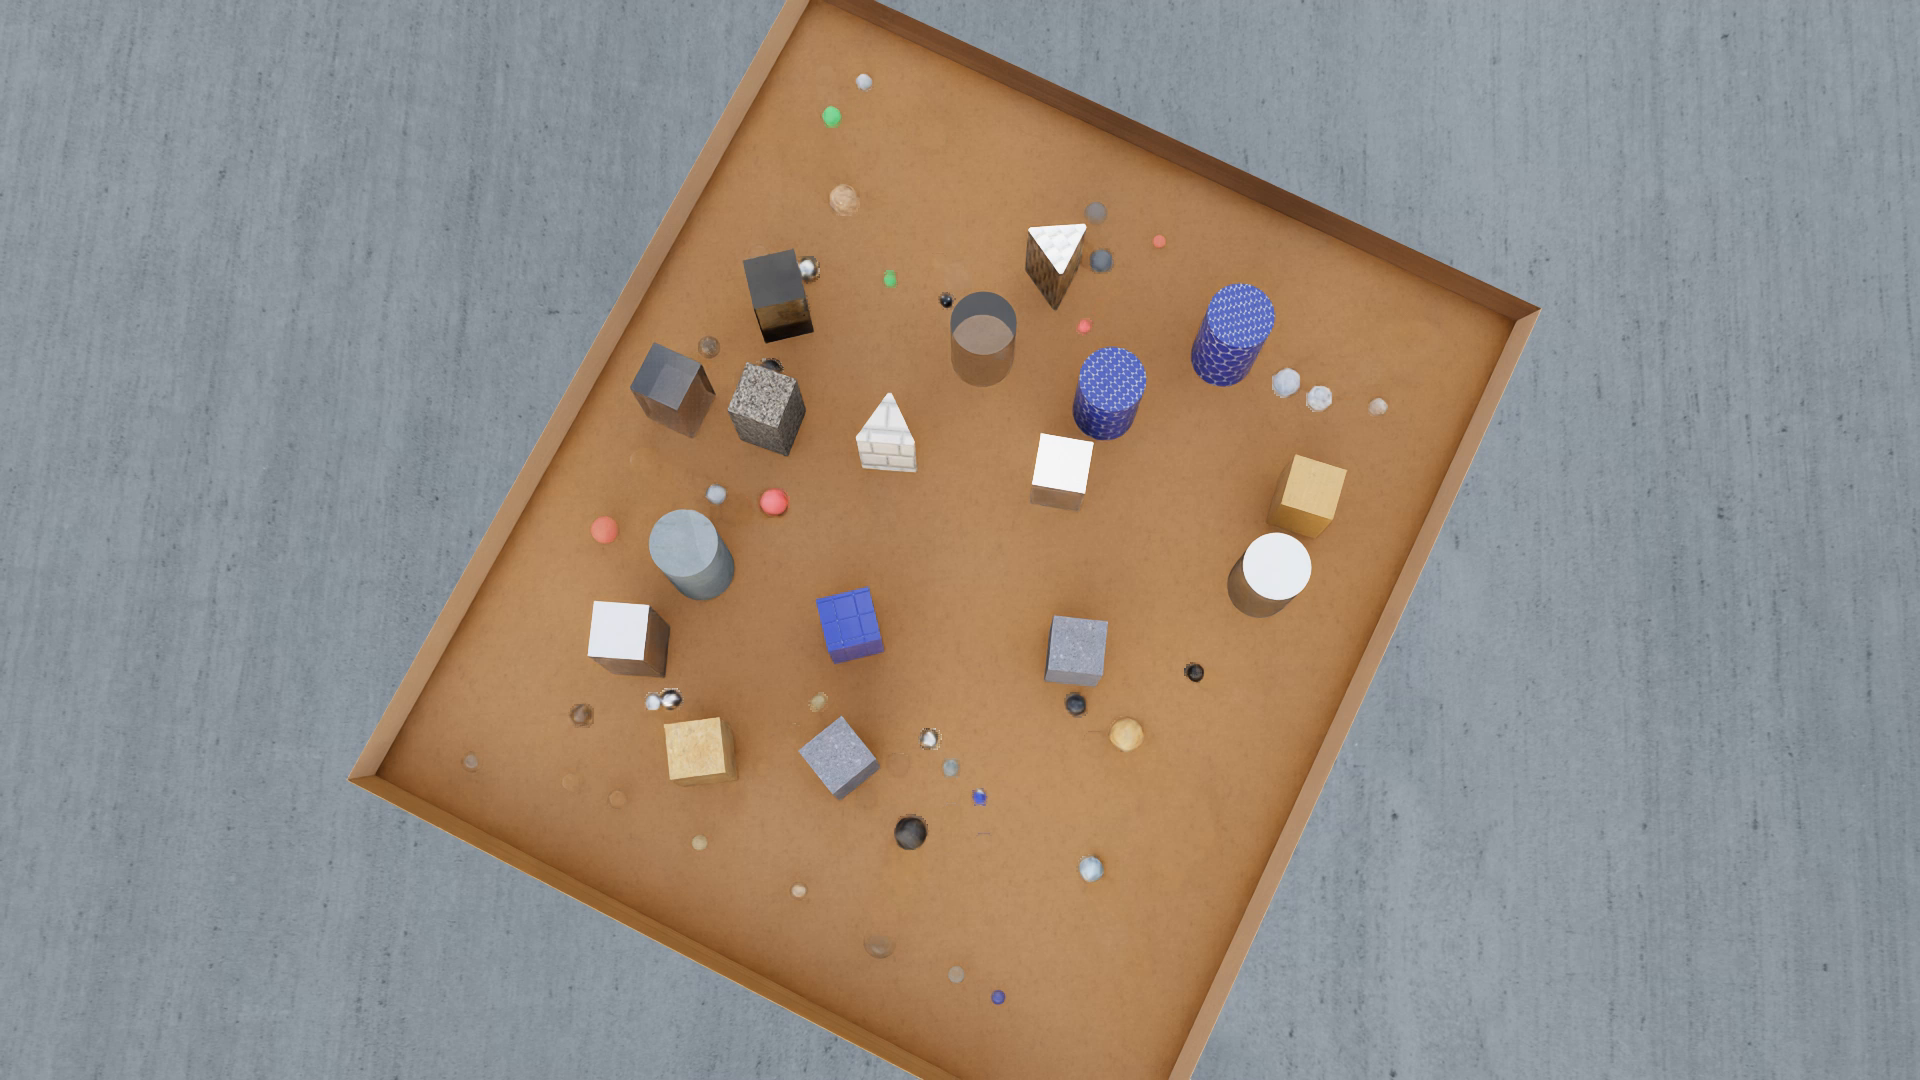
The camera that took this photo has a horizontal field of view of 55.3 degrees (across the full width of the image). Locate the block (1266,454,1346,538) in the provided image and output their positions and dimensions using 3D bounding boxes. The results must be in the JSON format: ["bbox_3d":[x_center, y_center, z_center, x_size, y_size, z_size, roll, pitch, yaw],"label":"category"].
[{"bbox_3d":[1.038,-0.128,5.505,0.157,0.270,0.157,18,79,4],"label":"block"}]

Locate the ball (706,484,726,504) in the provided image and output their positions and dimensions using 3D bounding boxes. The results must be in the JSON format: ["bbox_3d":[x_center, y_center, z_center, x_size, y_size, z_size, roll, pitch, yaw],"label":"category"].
[{"bbox_3d":[-0.747,-0.140,5.614,0.062,0.062,0.062,0,78,0],"label":"ball"}]

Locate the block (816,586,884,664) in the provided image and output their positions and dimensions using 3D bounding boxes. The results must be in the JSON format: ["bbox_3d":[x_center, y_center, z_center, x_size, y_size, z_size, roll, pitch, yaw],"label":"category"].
[{"bbox_3d":[-0.323,0.255,5.426,0.157,0.269,0.157,-14,79,-3],"label":"block"}]

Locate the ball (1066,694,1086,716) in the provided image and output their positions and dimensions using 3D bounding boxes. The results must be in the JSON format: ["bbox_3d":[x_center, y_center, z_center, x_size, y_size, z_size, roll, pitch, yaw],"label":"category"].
[{"bbox_3d":[0.347,0.494,5.481,0.065,0.065,0.065,0,78,0],"label":"ball"}]

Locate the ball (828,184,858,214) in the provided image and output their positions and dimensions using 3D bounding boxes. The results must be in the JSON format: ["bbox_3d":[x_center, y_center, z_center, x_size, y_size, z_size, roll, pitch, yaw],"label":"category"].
[{"bbox_3d":[-0.368,-1.076,5.791,0.094,0.094,0.094,0,78,0],"label":"ball"}]

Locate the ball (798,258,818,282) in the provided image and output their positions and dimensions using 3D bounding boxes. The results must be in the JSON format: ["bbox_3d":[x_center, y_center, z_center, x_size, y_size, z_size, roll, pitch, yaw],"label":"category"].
[{"bbox_3d":[-0.481,-0.849,5.755,0.073,0.073,0.073,0,78,0],"label":"ball"}]

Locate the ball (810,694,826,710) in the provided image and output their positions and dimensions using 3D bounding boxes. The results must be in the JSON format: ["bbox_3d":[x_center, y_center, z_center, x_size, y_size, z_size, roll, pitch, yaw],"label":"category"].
[{"bbox_3d":[-0.424,0.486,5.492,0.047,0.047,0.047,0,78,0],"label":"ball"}]

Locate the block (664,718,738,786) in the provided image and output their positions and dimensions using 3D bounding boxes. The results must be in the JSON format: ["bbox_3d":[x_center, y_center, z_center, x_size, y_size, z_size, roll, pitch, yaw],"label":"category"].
[{"bbox_3d":[-0.752,0.620,5.339,0.157,0.293,0.157,-7,78,-2],"label":"block"}]

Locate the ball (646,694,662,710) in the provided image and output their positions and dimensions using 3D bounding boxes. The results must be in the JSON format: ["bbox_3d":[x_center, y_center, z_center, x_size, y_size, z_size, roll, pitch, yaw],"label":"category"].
[{"bbox_3d":[-0.919,0.487,5.491,0.048,0.048,0.048,0,78,0],"label":"ball"}]

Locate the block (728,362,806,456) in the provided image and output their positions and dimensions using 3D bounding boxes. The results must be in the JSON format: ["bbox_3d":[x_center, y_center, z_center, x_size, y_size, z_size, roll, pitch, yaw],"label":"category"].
[{"bbox_3d":[-0.579,-0.390,5.524,0.157,0.339,0.157,20,79,4],"label":"block"}]

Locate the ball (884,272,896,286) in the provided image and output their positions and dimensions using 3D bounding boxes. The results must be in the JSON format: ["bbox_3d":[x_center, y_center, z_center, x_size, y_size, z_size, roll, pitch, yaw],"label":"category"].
[{"bbox_3d":[-0.220,-0.819,5.764,0.043,0.043,0.043,0,78,0],"label":"ball"}]

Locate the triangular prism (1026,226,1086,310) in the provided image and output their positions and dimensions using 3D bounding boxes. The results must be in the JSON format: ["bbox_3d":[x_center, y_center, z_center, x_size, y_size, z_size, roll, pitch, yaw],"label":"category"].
[{"bbox_3d":[0.314,-0.865,5.623,0.147,0.337,0.170,-33,80,-6],"label":"triangular prism"}]

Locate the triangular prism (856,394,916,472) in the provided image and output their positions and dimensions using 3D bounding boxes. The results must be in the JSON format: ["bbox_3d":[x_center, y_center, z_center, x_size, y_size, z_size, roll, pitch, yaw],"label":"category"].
[{"bbox_3d":[-0.212,-0.325,5.513,0.170,0.334,0.147,5,78,1],"label":"triangular prism"}]

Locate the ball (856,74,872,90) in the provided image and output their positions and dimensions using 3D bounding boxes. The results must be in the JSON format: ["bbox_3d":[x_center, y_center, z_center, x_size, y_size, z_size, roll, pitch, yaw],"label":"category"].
[{"bbox_3d":[-0.309,-1.476,5.896,0.051,0.051,0.051,0,78,0],"label":"ball"}]

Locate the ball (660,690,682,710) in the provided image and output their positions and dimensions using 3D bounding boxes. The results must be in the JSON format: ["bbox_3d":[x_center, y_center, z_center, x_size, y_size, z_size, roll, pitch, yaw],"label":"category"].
[{"bbox_3d":[-0.866,0.478,5.487,0.061,0.061,0.061,0,78,0],"label":"ball"}]

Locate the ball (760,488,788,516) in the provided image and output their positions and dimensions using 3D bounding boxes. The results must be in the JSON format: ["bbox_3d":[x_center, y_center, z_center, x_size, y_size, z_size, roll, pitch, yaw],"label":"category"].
[{"bbox_3d":[-0.569,-0.115,5.598,0.084,0.084,0.084,0,78,0],"label":"ball"}]

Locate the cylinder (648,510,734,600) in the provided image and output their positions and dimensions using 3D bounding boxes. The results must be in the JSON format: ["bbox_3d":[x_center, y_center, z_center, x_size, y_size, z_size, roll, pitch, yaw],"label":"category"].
[{"bbox_3d":[-0.787,0.048,5.404,0.196,0.396,0.196,0,78,0],"label":"cylinder"}]

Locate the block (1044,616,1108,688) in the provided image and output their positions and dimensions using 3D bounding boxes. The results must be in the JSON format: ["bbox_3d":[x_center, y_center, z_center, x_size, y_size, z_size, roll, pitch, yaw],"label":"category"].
[{"bbox_3d":[0.340,0.331,5.408,0.157,0.274,0.157,6,78,1],"label":"block"}]

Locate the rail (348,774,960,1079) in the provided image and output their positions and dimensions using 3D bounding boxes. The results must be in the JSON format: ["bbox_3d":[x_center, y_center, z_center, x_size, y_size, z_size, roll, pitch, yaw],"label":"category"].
[{"bbox_3d":[-0.636,1.252,5.291,2.557,0.128,0.045,26,80,5],"label":"rail"}]

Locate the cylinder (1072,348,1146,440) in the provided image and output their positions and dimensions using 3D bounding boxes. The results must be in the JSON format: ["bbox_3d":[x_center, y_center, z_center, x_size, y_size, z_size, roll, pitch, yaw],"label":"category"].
[{"bbox_3d":[0.448,-0.438,5.537,0.196,0.334,0.196,0,78,0],"label":"cylinder"}]

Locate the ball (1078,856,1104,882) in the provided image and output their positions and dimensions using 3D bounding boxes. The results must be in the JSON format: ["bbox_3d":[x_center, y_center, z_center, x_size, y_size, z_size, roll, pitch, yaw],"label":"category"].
[{"bbox_3d":[0.385,0.967,5.379,0.074,0.074,0.074,0,78,0],"label":"ball"}]

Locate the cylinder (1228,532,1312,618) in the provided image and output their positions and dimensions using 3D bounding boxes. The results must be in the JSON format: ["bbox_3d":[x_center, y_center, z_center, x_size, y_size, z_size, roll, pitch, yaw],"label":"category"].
[{"bbox_3d":[0.912,0.108,5.428,0.196,0.325,0.196,0,78,0],"label":"cylinder"}]

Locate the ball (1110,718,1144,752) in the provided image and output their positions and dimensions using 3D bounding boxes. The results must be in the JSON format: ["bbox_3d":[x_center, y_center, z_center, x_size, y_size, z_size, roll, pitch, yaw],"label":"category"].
[{"bbox_3d":[0.496,0.580,5.446,0.098,0.098,0.098,0,78,0],"label":"ball"}]

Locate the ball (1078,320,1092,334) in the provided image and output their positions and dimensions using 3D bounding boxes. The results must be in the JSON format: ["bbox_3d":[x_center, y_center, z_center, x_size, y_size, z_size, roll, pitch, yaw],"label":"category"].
[{"bbox_3d":[0.390,-0.668,5.734,0.041,0.041,0.041,0,78,0],"label":"ball"}]

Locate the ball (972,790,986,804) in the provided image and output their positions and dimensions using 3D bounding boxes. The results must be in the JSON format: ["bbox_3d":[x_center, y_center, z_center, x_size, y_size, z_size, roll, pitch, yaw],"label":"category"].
[{"bbox_3d":[0.058,0.765,5.437,0.043,0.043,0.043,0,78,0],"label":"ball"}]

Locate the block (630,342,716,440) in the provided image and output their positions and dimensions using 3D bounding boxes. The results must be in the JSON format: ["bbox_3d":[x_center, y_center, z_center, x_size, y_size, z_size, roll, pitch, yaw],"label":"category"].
[{"bbox_3d":[-0.864,-0.448,5.541,0.157,0.330,0.157,25,79,5],"label":"block"}]

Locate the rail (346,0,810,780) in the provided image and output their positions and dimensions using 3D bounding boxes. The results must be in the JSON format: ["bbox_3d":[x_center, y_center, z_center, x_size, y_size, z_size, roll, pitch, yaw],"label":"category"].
[{"bbox_3d":[-1.122,-0.543,5.663,0.045,0.128,2.890,26,80,5],"label":"rail"}]

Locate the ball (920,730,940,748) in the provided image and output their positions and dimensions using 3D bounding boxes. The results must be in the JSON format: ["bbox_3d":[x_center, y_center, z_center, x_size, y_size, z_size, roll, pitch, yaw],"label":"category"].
[{"bbox_3d":[-0.090,0.594,5.465,0.057,0.057,0.057,0,78,0],"label":"ball"}]

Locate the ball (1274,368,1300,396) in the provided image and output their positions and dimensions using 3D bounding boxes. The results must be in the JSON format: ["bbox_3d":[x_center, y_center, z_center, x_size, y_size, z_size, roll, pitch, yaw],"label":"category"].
[{"bbox_3d":[1.013,-0.489,5.675,0.084,0.084,0.084,0,78,0],"label":"ball"}]

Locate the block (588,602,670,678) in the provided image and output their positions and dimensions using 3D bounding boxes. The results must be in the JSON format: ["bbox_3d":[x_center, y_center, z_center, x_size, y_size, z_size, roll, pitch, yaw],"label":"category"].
[{"bbox_3d":[-0.963,0.294,5.357,0.157,0.389,0.157,4,78,1],"label":"block"}]

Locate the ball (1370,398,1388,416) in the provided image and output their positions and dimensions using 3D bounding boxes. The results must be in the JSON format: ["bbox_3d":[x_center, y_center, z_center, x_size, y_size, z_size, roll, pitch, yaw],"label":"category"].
[{"bbox_3d":[1.296,-0.412,5.674,0.055,0.055,0.055,0,78,0],"label":"ball"}]

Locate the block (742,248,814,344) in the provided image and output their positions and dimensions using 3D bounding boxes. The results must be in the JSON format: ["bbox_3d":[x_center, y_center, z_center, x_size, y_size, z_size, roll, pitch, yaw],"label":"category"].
[{"bbox_3d":[-0.552,-0.742,5.603,0.157,0.328,0.157,-13,79,-3],"label":"block"}]

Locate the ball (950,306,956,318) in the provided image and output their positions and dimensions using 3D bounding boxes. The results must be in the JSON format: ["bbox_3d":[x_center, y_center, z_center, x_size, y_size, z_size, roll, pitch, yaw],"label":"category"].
[{"bbox_3d":[0.009,-0.700,5.722,0.076,0.076,0.076,0,78,0],"label":"ball"}]

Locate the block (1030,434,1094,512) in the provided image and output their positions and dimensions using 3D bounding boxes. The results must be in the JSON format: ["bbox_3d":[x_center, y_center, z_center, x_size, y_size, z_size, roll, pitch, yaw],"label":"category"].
[{"bbox_3d":[0.304,-0.201,5.529,0.157,0.253,0.157,10,78,2],"label":"block"}]

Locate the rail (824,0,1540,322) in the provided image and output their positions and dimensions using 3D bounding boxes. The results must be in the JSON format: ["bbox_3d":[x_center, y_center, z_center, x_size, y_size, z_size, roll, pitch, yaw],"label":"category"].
[{"bbox_3d":[0.636,-1.238,5.807,2.557,0.128,0.045,26,80,5],"label":"rail"}]

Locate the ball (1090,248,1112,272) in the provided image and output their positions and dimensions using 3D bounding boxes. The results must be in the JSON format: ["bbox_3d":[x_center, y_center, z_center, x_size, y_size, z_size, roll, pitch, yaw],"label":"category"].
[{"bbox_3d":[0.443,-0.878,5.761,0.073,0.073,0.073,0,78,0],"label":"ball"}]

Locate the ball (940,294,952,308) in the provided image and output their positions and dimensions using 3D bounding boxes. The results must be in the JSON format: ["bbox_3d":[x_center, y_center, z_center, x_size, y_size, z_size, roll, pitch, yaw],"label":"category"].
[{"bbox_3d":[-0.042,-0.749,5.751,0.041,0.041,0.041,0,78,0],"label":"ball"}]

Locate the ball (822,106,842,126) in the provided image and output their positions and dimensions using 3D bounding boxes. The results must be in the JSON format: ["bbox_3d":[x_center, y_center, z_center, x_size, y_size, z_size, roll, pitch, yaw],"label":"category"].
[{"bbox_3d":[-0.410,-1.356,5.866,0.061,0.061,0.061,0,78,0],"label":"ball"}]

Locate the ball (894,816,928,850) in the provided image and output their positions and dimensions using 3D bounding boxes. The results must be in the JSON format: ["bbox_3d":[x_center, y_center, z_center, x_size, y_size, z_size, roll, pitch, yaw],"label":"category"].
[{"bbox_3d":[-0.146,0.863,5.388,0.097,0.097,0.097,0,78,0],"label":"ball"}]

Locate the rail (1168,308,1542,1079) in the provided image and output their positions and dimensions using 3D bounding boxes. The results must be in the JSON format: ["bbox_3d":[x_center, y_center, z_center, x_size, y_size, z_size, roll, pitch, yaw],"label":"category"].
[{"bbox_3d":[1.122,0.556,5.435,0.045,0.128,2.890,26,80,5],"label":"rail"}]

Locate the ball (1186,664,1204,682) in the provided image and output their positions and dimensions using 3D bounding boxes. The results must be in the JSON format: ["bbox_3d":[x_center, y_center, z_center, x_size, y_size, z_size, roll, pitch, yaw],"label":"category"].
[{"bbox_3d":[0.708,0.399,5.507,0.053,0.053,0.053,0,78,0],"label":"ball"}]

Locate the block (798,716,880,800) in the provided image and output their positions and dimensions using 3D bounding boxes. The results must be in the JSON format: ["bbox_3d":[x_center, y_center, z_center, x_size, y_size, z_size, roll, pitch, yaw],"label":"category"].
[{"bbox_3d":[-0.347,0.638,5.326,0.157,0.311,0.157,-39,81,-7],"label":"block"}]

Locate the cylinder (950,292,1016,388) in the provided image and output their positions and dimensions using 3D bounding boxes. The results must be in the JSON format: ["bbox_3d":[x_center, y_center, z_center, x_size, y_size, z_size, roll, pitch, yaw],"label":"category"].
[{"bbox_3d":[0.070,-0.607,5.572,0.196,0.332,0.196,0,78,0],"label":"cylinder"}]

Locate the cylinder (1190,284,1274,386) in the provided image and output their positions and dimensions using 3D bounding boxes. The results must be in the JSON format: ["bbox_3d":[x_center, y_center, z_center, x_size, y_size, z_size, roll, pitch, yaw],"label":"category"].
[{"bbox_3d":[0.820,-0.614,5.540,0.196,0.398,0.196,0,78,0],"label":"cylinder"}]

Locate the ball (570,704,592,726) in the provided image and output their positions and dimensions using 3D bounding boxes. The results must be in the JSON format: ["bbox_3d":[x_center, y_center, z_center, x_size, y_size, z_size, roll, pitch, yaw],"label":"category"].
[{"bbox_3d":[-1.130,0.525,5.475,0.065,0.065,0.065,0,78,0],"label":"ball"}]

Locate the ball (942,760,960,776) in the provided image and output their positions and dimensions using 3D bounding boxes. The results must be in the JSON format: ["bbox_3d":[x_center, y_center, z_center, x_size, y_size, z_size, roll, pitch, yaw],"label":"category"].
[{"bbox_3d":[-0.028,0.678,5.451,0.050,0.050,0.050,0,78,0],"label":"ball"}]

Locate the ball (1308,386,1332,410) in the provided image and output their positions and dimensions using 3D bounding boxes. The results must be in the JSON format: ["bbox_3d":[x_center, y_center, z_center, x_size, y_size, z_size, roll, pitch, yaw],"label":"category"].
[{"bbox_3d":[1.113,-0.439,5.668,0.078,0.078,0.078,0,78,0],"label":"ball"}]

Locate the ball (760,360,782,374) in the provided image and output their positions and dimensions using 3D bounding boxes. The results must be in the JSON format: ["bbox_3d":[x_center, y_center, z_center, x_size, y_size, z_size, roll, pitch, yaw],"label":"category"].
[{"bbox_3d":[-0.590,-0.525,5.689,0.071,0.071,0.071,0,78,0],"label":"ball"}]
